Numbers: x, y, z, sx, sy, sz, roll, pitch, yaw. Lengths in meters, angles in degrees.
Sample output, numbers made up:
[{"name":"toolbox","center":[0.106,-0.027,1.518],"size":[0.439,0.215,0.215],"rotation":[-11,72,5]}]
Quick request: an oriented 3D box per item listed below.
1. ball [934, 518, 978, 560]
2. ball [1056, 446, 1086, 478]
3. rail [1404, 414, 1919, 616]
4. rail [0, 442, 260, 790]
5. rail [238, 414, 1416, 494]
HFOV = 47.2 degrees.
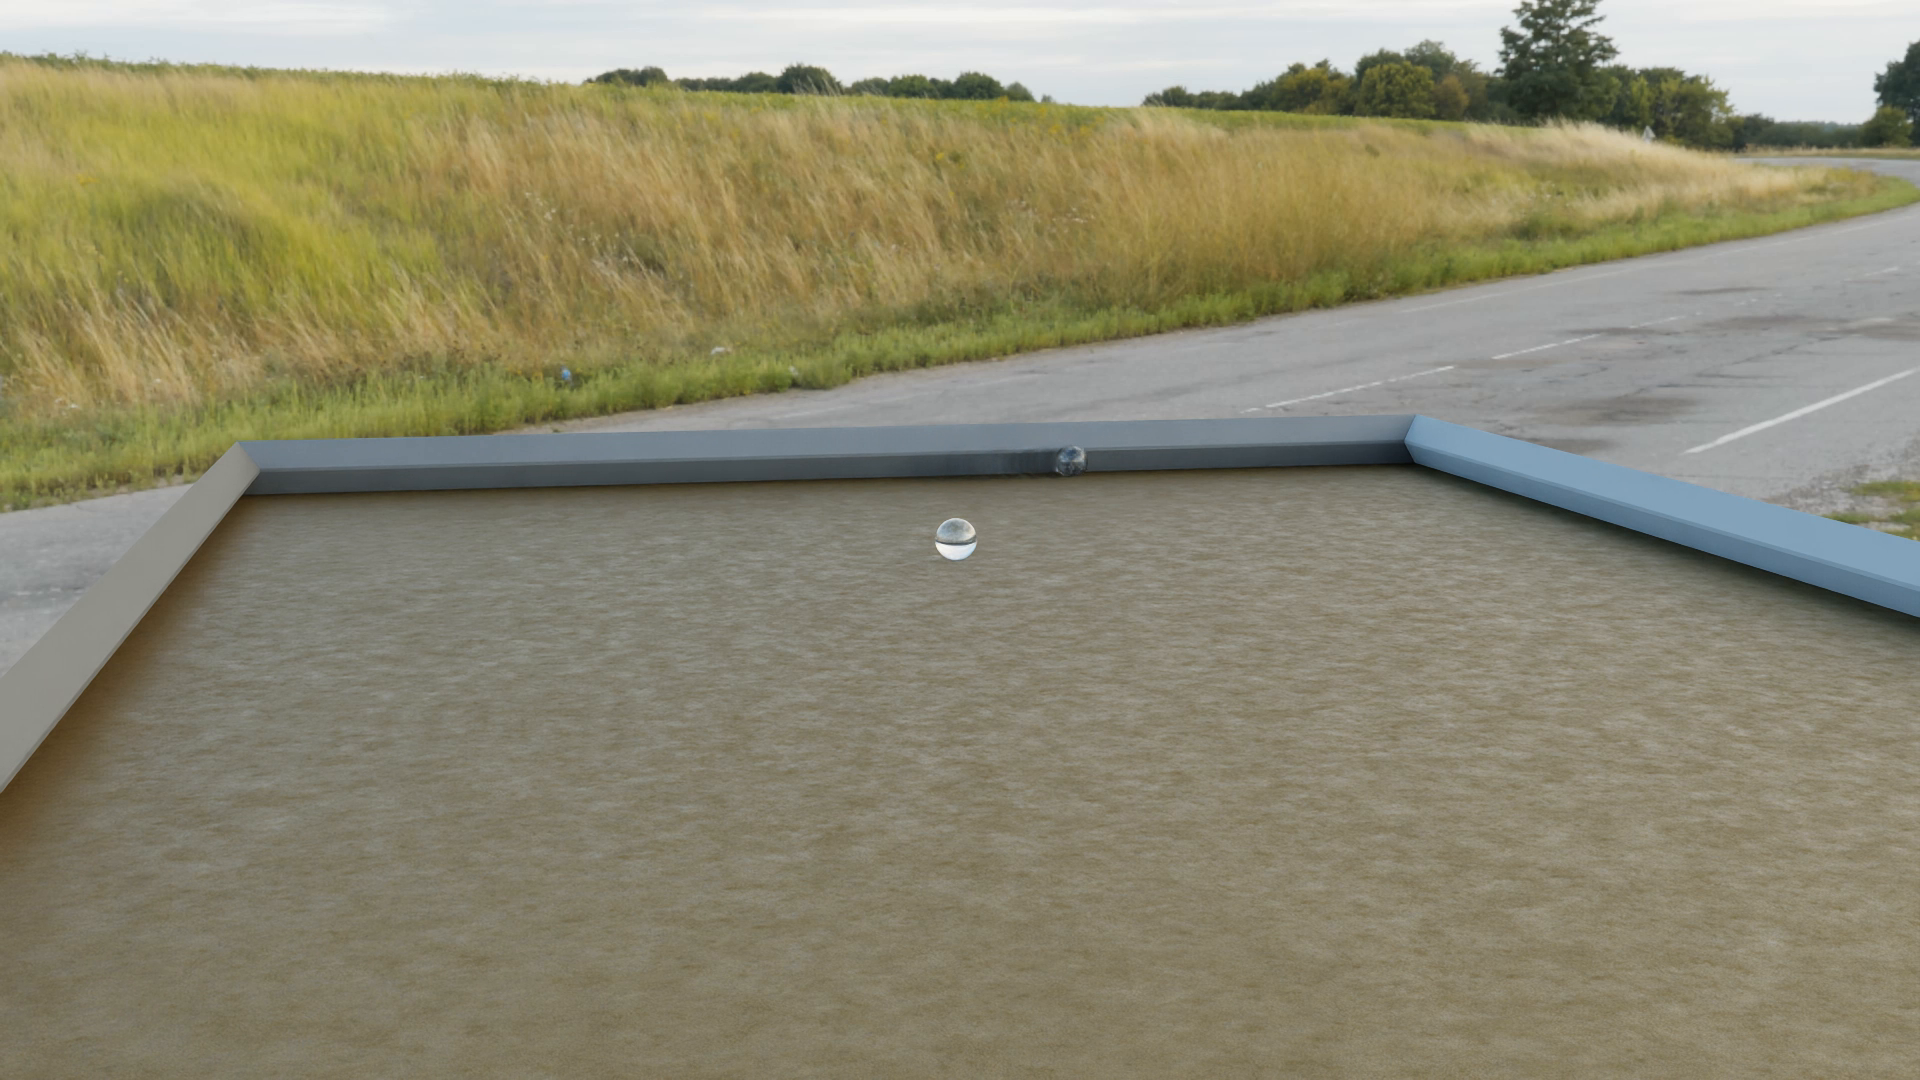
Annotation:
[{"name":"ball","center":[-0.006,-0.001,3.381],"size":[0.065,0.065,0.065],"rotation":[0,9,0]},{"name":"ball","center":[0.219,-0.155,4.334],"size":[0.062,0.062,0.062],"rotation":[0,9,0]},{"name":"rail","center":[1.319,0.098,2.666],"size":[0.045,0.099,3.898],"rotation":[-2,9,-12]},{"name":"rail","center":[-0.922,0.173,2.205],"size":[0.045,0.099,3.898],"rotation":[-2,9,-12]},{"name":"rail","center":[-0.194,-0.169,4.296],"size":[2.337,0.099,0.045],"rotation":[-2,9,-12]}]
